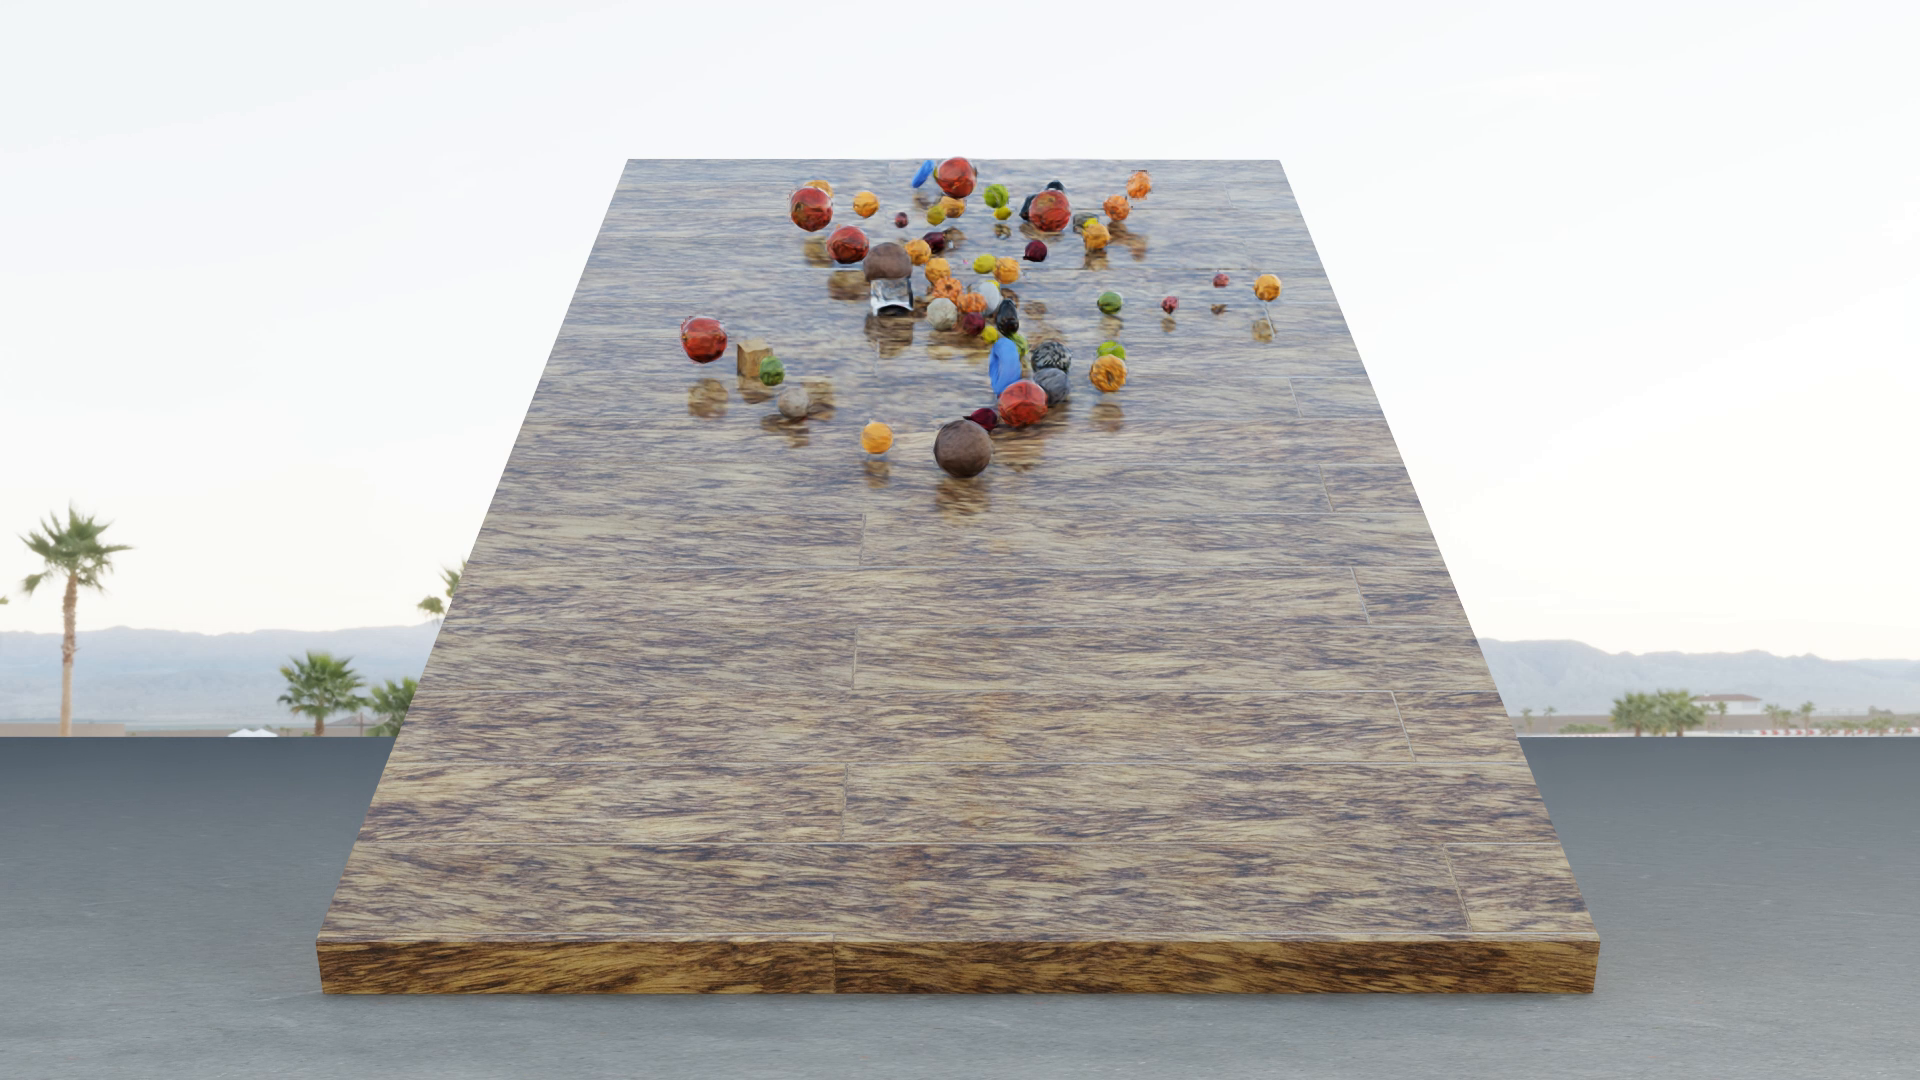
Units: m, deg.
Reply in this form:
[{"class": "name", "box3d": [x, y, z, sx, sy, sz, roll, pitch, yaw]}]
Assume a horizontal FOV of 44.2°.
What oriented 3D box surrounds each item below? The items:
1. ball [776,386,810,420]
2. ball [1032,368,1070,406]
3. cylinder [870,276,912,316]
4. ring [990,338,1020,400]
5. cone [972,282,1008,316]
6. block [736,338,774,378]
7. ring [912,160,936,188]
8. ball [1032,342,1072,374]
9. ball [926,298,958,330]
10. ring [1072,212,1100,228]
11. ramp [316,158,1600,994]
[{"class": "ball", "box3d": [-0.384, -0.318, 5.471, 0.078, 0.078, 0.078, 0, -5, 0]}, {"class": "ball", "box3d": [0.213, -0.361, 5.548, 0.088, 0.088, 0.088, 0, -5, 0]}, {"class": "cylinder", "box3d": [-0.176, -0.626, 6.070, 0.092, 0.092, 0.092, -6, -3, -11]}, {"class": "ring", "box3d": [0.105, -0.401, 5.548, 0.048, 0.145, 0.145, -4, -4, -14]}, {"class": "cone", "box3d": [0.095, -0.610, 6.098, 0.090, 0.090, 0.090, -4, -10, 40]}, {"class": "block", "box3d": [-0.497, -0.441, 5.726, 0.068, 0.068, 0.068, -12, 29, -22]}, {"class": "ring", "box3d": [-0.108, -1.077, 6.953, 0.032, 0.097, 0.097, 36, -11, -8]}, {"class": "ball", "box3d": [0.219, -0.428, 5.673, 0.096, 0.096, 0.096, 0, -5, 0]}, {"class": "ball", "box3d": [-0.045, -0.571, 5.975, 0.081, 0.081, 0.081, 0, -5, 0]}, {"class": "ring", "box3d": [0.357, -0.907, 6.709, 0.075, 0.025, 0.075, 1, 28, 0]}, {"class": "ramp", "box3d": [-0.010, -0.227, 5.491, 2.000, 0.100, 4.000, 0, 27, 0]}]
